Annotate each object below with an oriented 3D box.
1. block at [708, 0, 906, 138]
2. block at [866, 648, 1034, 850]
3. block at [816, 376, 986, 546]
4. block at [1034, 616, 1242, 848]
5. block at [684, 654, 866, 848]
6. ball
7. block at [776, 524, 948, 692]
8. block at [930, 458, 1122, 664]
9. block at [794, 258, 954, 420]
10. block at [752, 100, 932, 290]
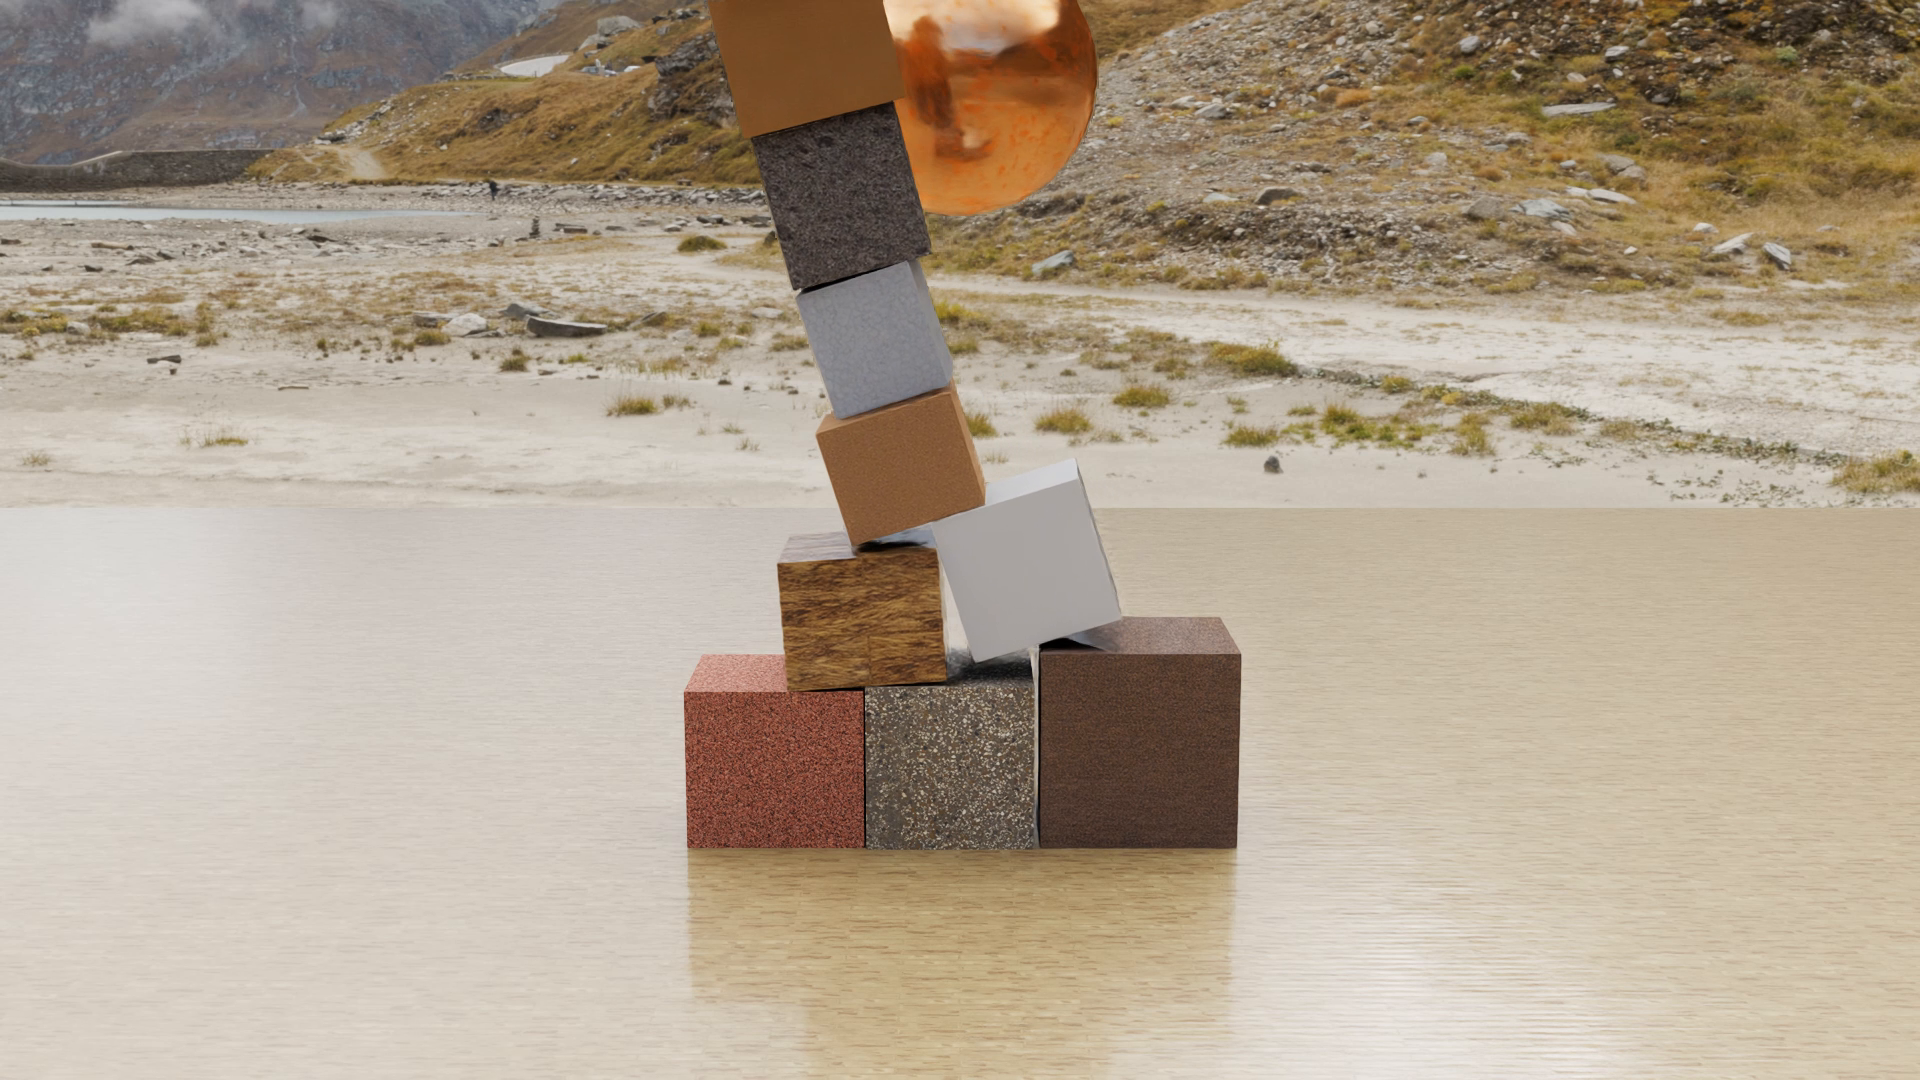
[{"bbox_3d":[-0.744,-2.444,10.830,0.804,0.719,0.803,-14,13,1],"label":"block"},{"bbox_3d":[-0.051,1.064,11.376,0.839,0.836,0.862,0,10,0],"label":"block"},{"bbox_3d":[-0.288,-0.412,11.177,0.695,0.587,0.693,-17,10,4],"label":"block"},{"bbox_3d":[0.894,0.979,11.382,0.991,1.001,0.862,0,10,-1],"label":"block"},{"bbox_3d":[-0.925,1.078,11.374,0.890,0.809,0.808,0,10,0],"label":"block"},{"bbox_3d":[0.000,-2.695,12.799,1.600,1.600,1.600,0,10,0],"label":"ball"},{"bbox_3d":[-0.479,0.334,11.240,0.792,0.649,0.806,-4,10,1],"label":"block"},{"bbox_3d":[0.337,0.092,11.202,0.766,0.743,0.656,-17,10,5],"label":"block"},{"bbox_3d":[-0.421,-1.051,11.137,0.585,0.645,0.631,-17,12,6],"label":"block"},{"bbox_3d":[-0.579,-1.740,11.002,0.703,0.755,0.703,-15,13,2],"label":"block"}]
